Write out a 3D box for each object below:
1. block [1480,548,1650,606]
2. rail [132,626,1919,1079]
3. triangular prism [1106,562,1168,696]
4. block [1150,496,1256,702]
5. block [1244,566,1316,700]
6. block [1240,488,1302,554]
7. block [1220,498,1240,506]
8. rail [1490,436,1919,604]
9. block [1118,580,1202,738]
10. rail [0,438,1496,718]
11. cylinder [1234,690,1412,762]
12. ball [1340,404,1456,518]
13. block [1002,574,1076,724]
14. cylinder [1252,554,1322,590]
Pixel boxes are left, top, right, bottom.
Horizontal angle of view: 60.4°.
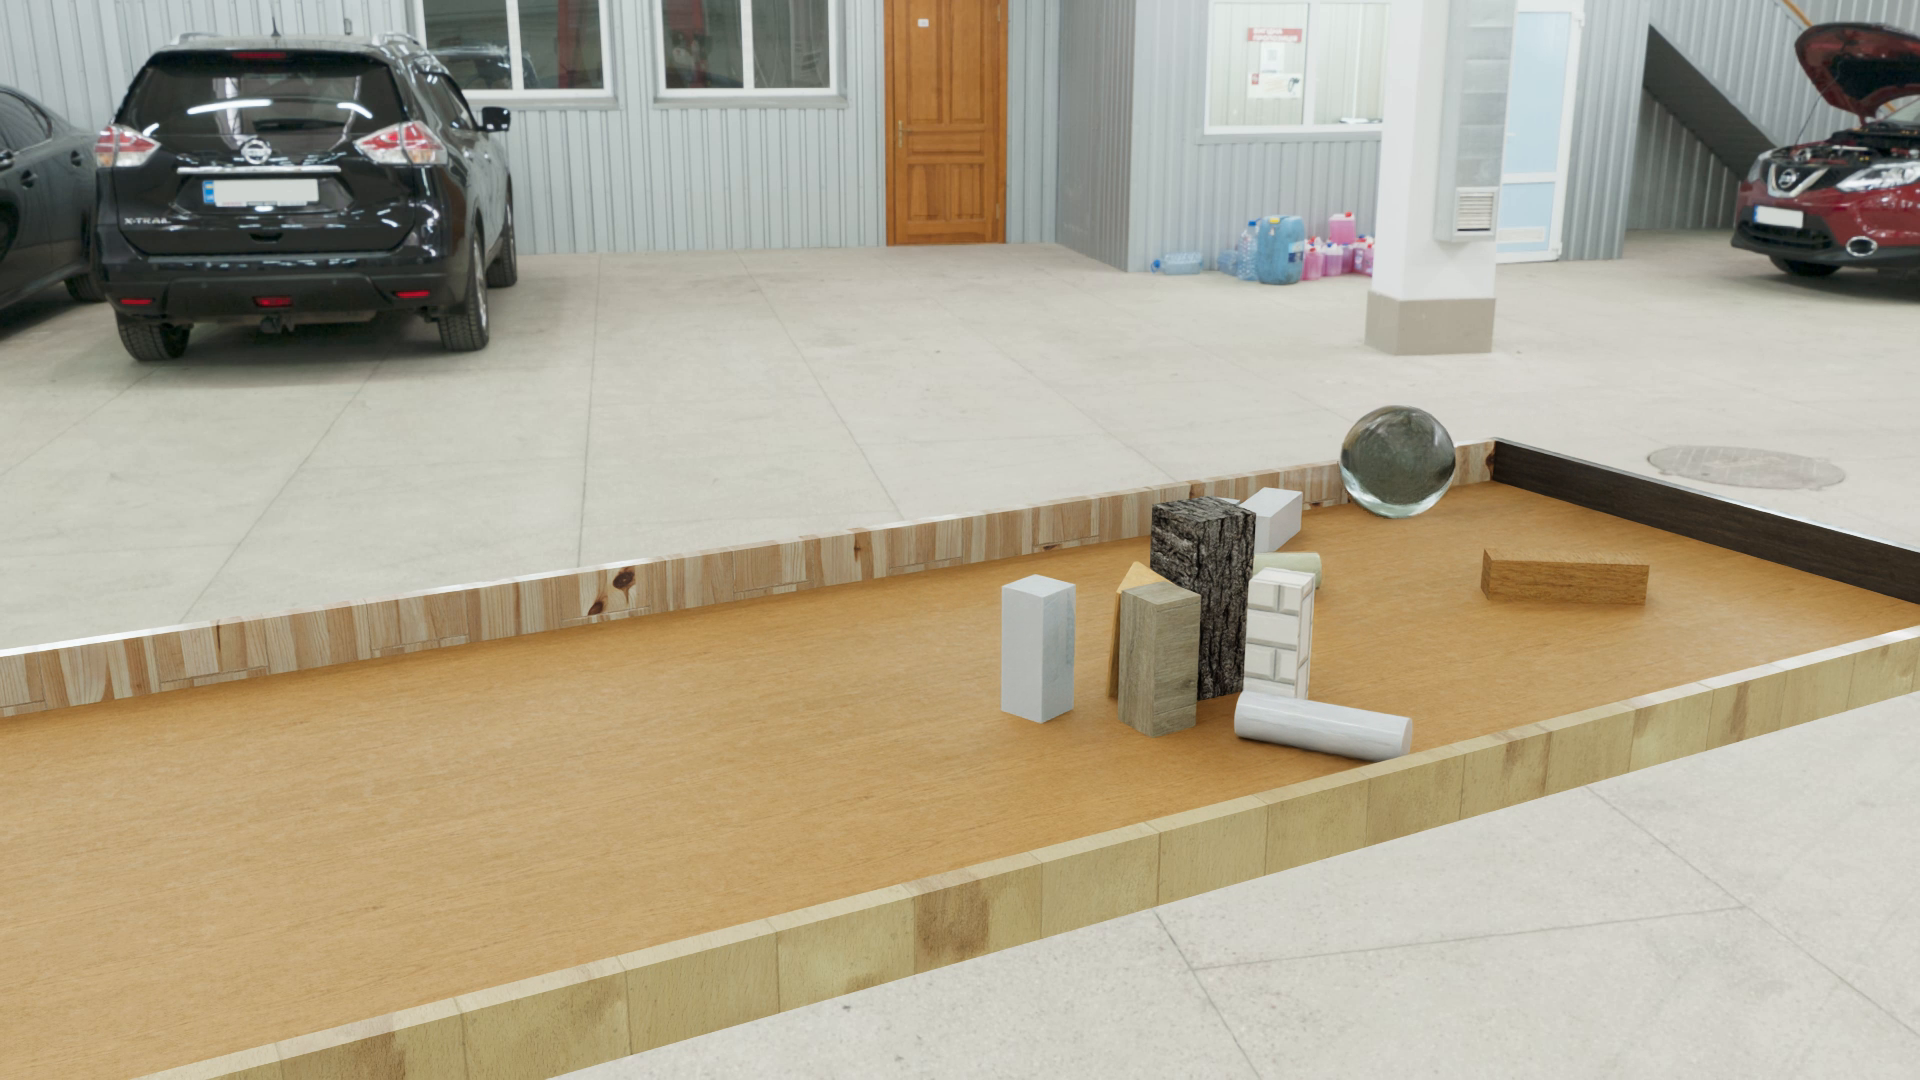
[{"bbox_3d":[1.749,0.105,4.781,0.435,0.121,0.121,2,16,6],"label":"block"},{"bbox_3d":[-2.336,1.006,1.665,12.000,0.150,0.050,-9,18,-27],"label":"rail"},{"bbox_3d":[0.432,0.216,4.031,0.155,0.305,0.134,-3,31,-8],"label":"triangular prism"},{"bbox_3d":[0.589,0.143,4.054,0.179,0.458,0.179,-8,19,-27],"label":"block"},{"bbox_3d":[0.743,0.257,3.847,0.121,0.357,0.121,8,18,26],"label":"block"},{"bbox_3d":[0.989,-0.061,5.329,0.131,0.131,0.352,8,18,26],"label":"block"},{"bbox_3d":[0.803,-0.049,5.334,0.105,0.105,0.312,8,18,27],"label":"block"},{"bbox_3d":[2.466,-0.048,5.253,0.050,0.150,2.100,-9,18,-27],"label":"rail"},{"bbox_3d":[0.463,0.276,3.841,0.130,0.324,0.130,-10,19,-32],"label":"block"},{"bbox_3d":[-3.305,0.497,3.399,12.000,0.150,0.050,-9,18,-27],"label":"rail"},{"bbox_3d":[0.817,0.423,3.720,0.377,0.110,0.110,8,18,26],"label":"cylinder"},{"bbox_3d":[1.480,-0.266,5.583,0.383,0.383,0.383,0,16,0],"label":"ball"},{"bbox_3d":[0.186,0.257,3.922,0.124,0.314,0.124,14,21,39],"label":"block"},{"bbox_3d":[0.886,0.095,4.845,0.329,0.105,0.105,-1,16,-4],"label":"cylinder"}]
